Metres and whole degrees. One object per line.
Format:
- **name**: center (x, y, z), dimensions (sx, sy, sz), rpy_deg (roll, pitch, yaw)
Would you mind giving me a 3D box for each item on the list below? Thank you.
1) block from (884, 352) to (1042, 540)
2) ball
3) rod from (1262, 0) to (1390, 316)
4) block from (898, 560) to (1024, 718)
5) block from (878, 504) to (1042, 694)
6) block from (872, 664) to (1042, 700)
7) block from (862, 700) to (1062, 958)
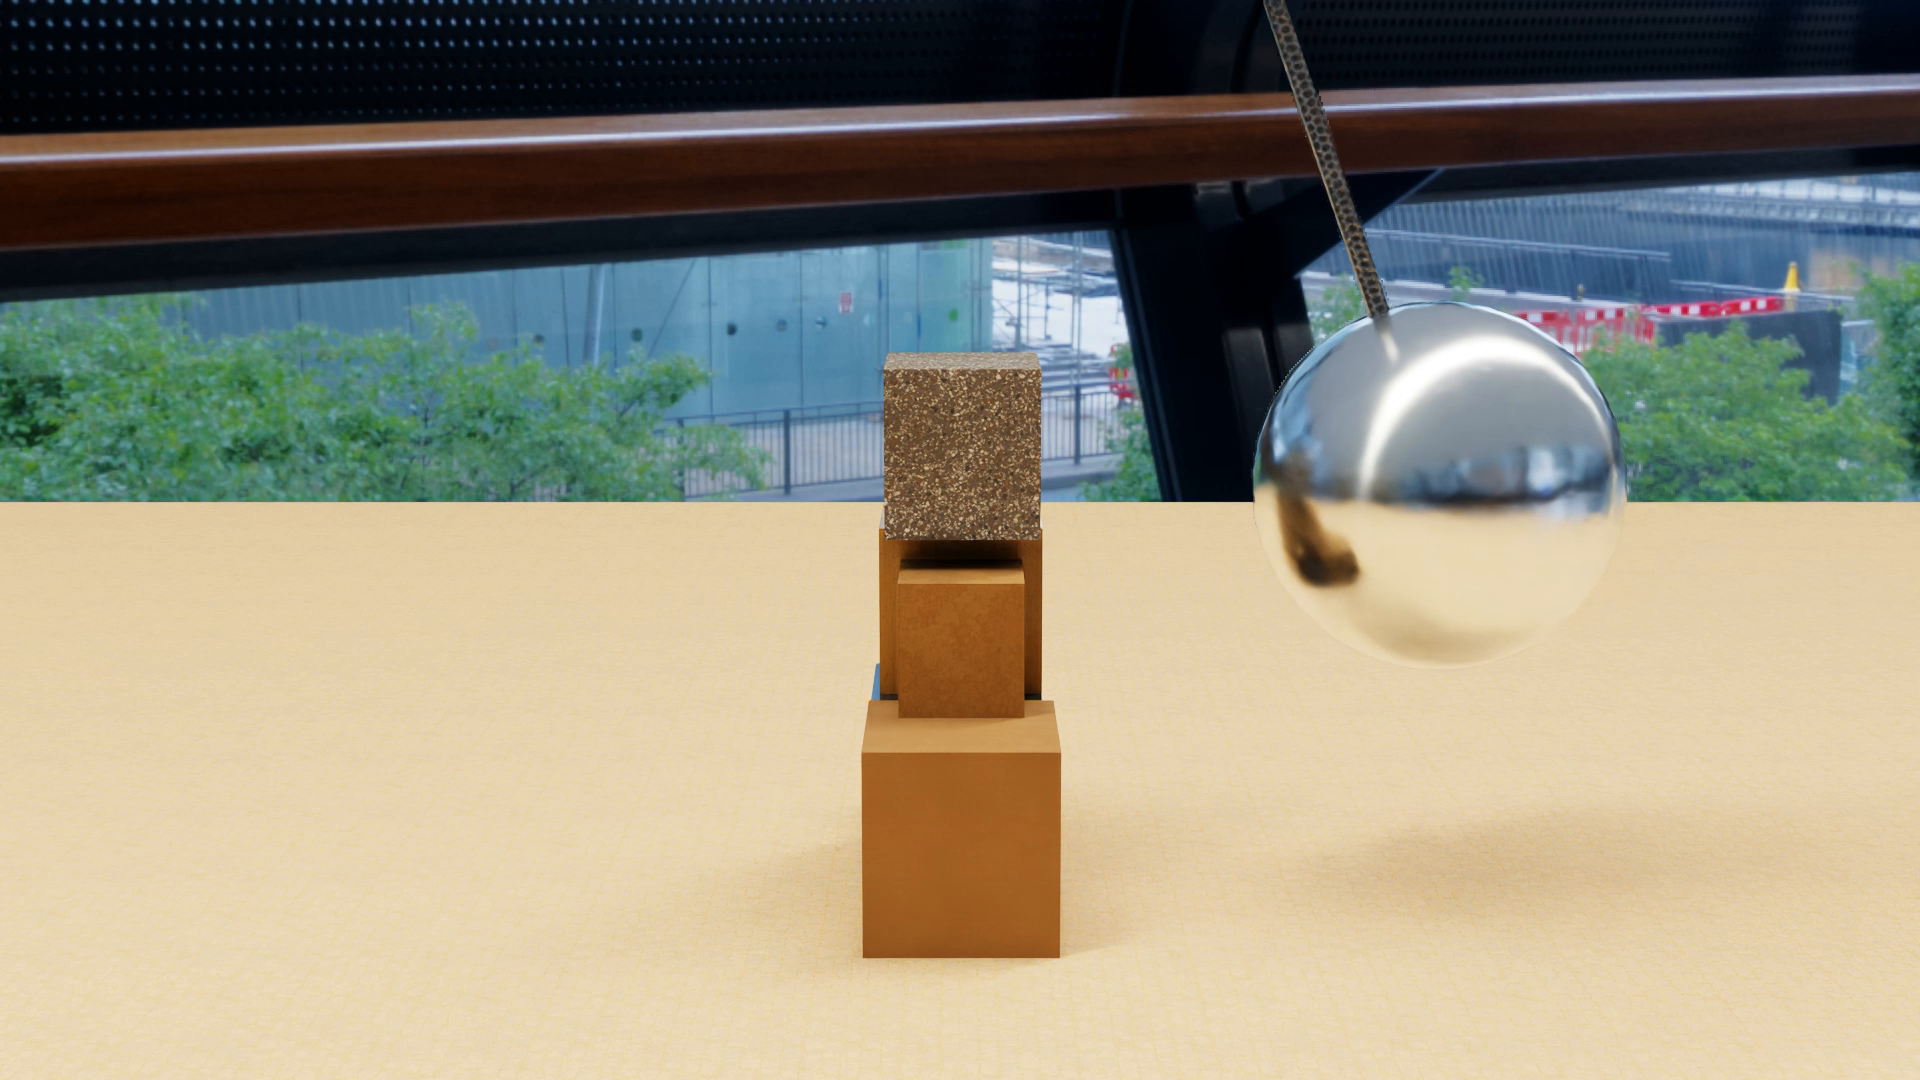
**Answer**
- **block**: center (0.011, -0.415, 11.105), dimensions (0.660, 0.724, 0.656), rpy_deg (0, 10, 0)
- **ball**: center (2.074, -0.237, 11.137), dimensions (1.600, 1.600, 1.600), rpy_deg (0, 10, 0)
- **rod**: center (0.899, -3.375, 10.567), dimensions (0.080, 5.200, 0.080), rpy_deg (-20, 10, 4)
- **block**: center (0.006, 0.413, 10.922), dimensions (0.525, 0.572, 0.542), rpy_deg (0, 10, 0)
- **block**: center (0.003, 0.255, 11.507), dimensions (0.711, 0.738, 0.646), rpy_deg (0, 10, 0)
- **block**: center (-0.014, 1.048, 11.504), dimensions (0.745, 0.822, 0.824), rpy_deg (0, 10, 0)
- **block**: center (0.005, 1.185, 10.663), dimensions (0.793, 0.854, 0.861), rpy_deg (0, 10, 0)
